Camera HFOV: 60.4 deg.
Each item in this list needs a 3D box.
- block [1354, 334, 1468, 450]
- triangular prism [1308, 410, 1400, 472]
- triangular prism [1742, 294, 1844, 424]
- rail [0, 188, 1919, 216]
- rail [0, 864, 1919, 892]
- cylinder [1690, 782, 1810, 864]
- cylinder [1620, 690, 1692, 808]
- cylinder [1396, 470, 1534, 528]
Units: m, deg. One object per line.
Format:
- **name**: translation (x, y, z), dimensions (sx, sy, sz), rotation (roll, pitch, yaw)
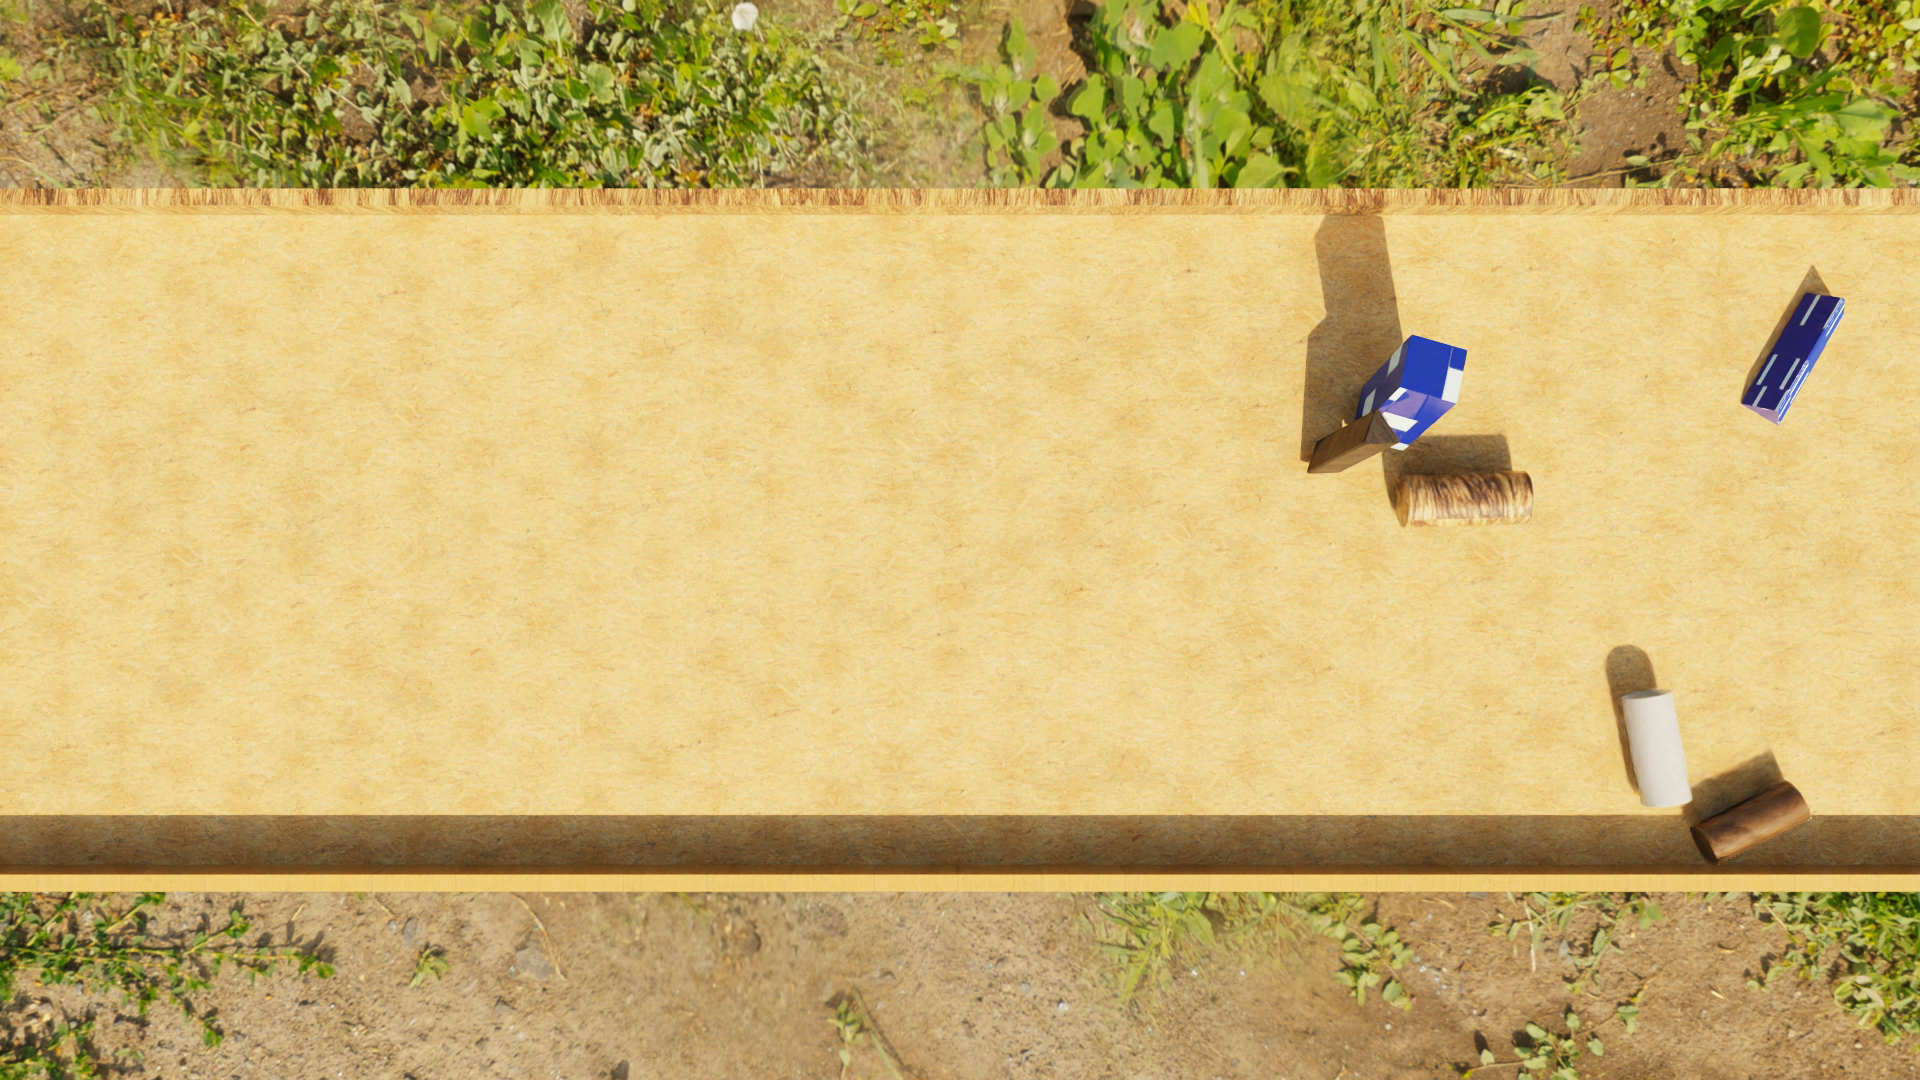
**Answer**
- **block**: translation (1.310, -0.425, 4.834), dimensions (0.164, 0.460, 0.164), rotation (16, 76, 0)
- **triangular prism**: translation (1.161, -0.293, 4.917), dimensions (0.116, 0.323, 0.100), rotation (-3, 77, -20)
- **triangular prism**: translation (2.559, -0.556, 5.016), dimensions (0.132, 0.114, 0.395), rotation (30, 90, 0)
- **rail**: translation (-2.247, -1.025, 5.002), dimensions (12.000, 0.150, 0.050), rotation (0, 90, 0)
- **rail**: translation (-2.247, 1.025, 5.001), dimensions (12.000, 0.150, 0.050), rotation (0, 90, 0)
- **cylinder**: translation (2.401, 0.858, 5.015), dimensions (0.314, 0.124, 0.124), rotation (-26, 90, 0)
- **cylinder**: translation (2.112, 0.631, 5.004), dimensions (0.145, 0.145, 0.332), rotation (-11, 90, 0)
- **cylinder**: translation (1.525, -0.124, 4.997), dimensions (0.371, 0.160, 0.160), rotation (-2, 90, 0)
